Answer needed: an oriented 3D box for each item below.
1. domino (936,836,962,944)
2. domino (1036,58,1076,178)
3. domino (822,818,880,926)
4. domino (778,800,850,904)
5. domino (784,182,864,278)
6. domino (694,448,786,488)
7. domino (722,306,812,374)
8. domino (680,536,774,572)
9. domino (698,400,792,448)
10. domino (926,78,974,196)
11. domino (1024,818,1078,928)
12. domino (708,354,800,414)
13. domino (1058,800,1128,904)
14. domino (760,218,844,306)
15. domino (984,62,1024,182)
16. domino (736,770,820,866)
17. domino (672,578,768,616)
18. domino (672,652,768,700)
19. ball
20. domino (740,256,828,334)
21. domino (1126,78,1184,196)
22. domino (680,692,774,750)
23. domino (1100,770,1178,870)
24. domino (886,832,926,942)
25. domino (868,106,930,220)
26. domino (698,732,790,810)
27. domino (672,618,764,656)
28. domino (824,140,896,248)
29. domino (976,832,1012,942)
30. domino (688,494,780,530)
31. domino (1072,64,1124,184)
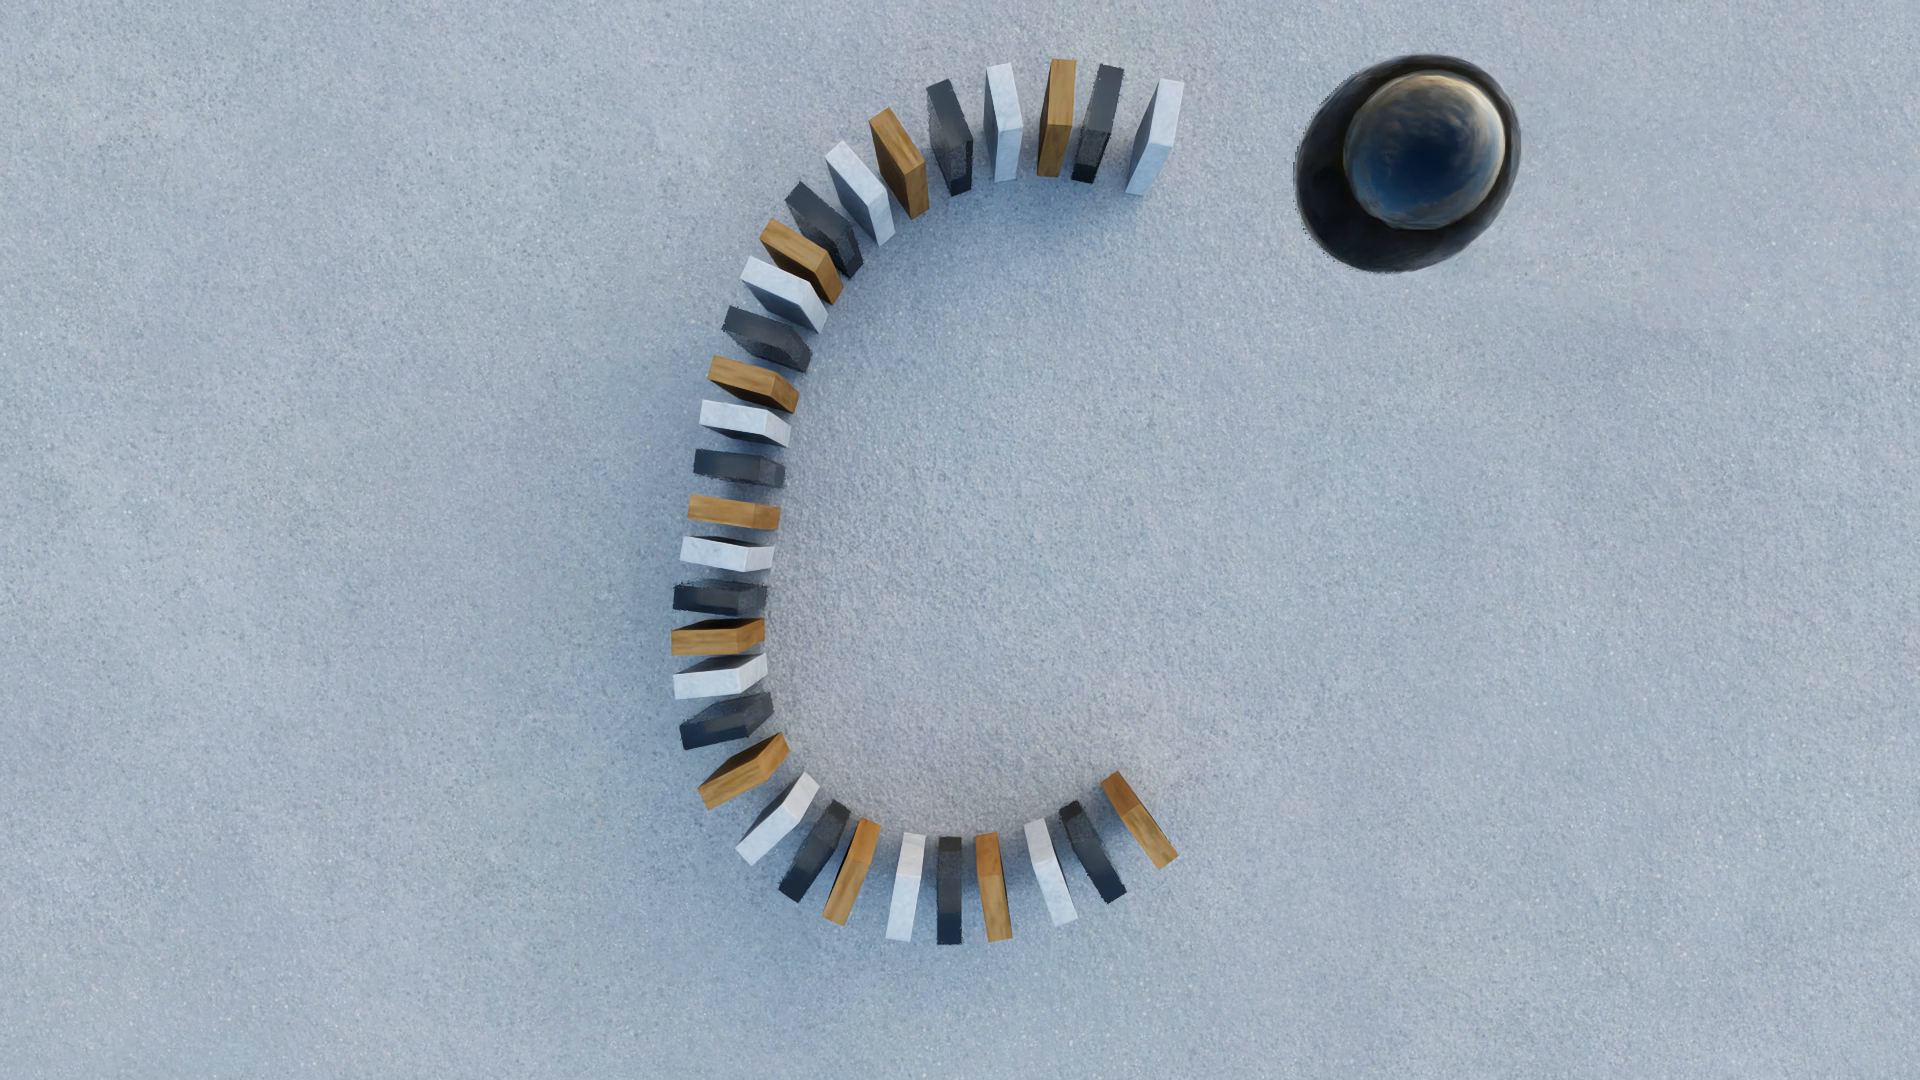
[{"bbox_3d":[-0.004,0.142,0.375,0.010,0.050,0.025,0,90,0],"label":"domino"},{"bbox_3d":[0.039,-0.171,0.375,0.010,0.050,0.025,4,90,0],"label":"domino"},{"bbox_3d":[-0.044,0.134,0.375,0.010,0.050,0.025,23,90,0],"label":"domino"},{"bbox_3d":[-0.059,0.126,0.375,0.010,0.050,0.025,35,90,0],"label":"domino"},{"bbox_3d":[-0.055,-0.125,0.375,0.025,0.050,0.009,40,90,0],"label":"domino"},{"bbox_3d":[-0.089,-0.029,0.375,0.025,0.050,0.009,6,90,0],"label":"domino"},{"bbox_3d":[-0.078,-0.081,0.375,0.025,0.050,0.009,19,90,0],"label":"domino"},{"bbox_3d":[-0.094,0.005,0.375,0.025,0.050,0.010,10,90,0],"label":"domino"},{"bbox_3d":[-0.087,-0.047,0.375,0.025,0.050,0.010,9,90,0],"label":"domino"},{"bbox_3d":[-0.004,-0.163,0.375,0.009,0.050,0.025,-22,90,0],"label":"domino"},{"bbox_3d":[0.036,0.135,0.375,0.009,0.050,0.025,-20,90,0],"label":"domino"},{"bbox_3d":[-0.083,-0.063,0.375,0.025,0.050,0.009,16,90,0],"label":"domino"},{"bbox_3d":[0.054,0.126,0.375,0.009,0.050,0.025,-31,90,0],"label":"domino"},{"bbox_3d":[-0.064,-0.113,0.375,0.025,0.050,0.010,31,90,0],"label":"domino"},{"bbox_3d":[0.017,-0.169,0.375,0.010,0.050,0.025,-11,90,0],"label":"domino"},{"bbox_3d":[-0.074,0.113,0.375,0.025,0.050,0.009,-43,90,0],"label":"domino"},{"bbox_3d":[-0.097,0.023,0.375,0.025,0.050,0.010,7,90,0],"label":"domino"},{"bbox_3d":[-0.097,0.055,0.375,0.025,0.050,0.009,-5,90,0],"label":"domino"},{"bbox_3d":[0.174,-0.146,0.360,0.080,0.080,0.080,0,90,0],"label":"ball"},{"bbox_3d":[-0.071,-0.099,0.375,0.025,0.050,0.010,24,90,0],"label":"domino"},{"bbox_3d":[0.079,-0.163,0.375,0.010,0.050,0.025,10,90,0],"label":"domino"},{"bbox_3d":[-0.094,0.073,0.375,0.025,0.050,0.009,-12,90,0],"label":"domino"},{"bbox_3d":[0.072,0.113,0.375,0.009,0.050,0.025,-36,90,0],"label":"domino"},{"bbox_3d":[-0.022,0.141,0.375,0.010,0.050,0.025,10,90,0],"label":"domino"},{"bbox_3d":[-0.024,-0.153,0.375,0.009,0.050,0.025,-33,90,0],"label":"domino"},{"bbox_3d":[-0.087,0.094,0.375,0.025,0.050,0.009,-27,90,0],"label":"domino"},{"bbox_3d":[-0.098,0.039,0.375,0.025,0.050,0.009,-1,90,0],"label":"domino"},{"bbox_3d":[-0.040,-0.140,0.375,0.009,0.050,0.025,-42,90,0],"label":"domino"},{"bbox_3d":[0.013,0.141,0.375,0.009,0.050,0.025,-9,90,0],"label":"domino"},{"bbox_3d":[-0.091,-0.011,0.375,0.025,0.050,0.010,9,90,0],"label":"domino"},{"bbox_3d":[0.056,-0.169,0.375,0.009,0.050,0.025,12,90,0],"label":"domino"}]
